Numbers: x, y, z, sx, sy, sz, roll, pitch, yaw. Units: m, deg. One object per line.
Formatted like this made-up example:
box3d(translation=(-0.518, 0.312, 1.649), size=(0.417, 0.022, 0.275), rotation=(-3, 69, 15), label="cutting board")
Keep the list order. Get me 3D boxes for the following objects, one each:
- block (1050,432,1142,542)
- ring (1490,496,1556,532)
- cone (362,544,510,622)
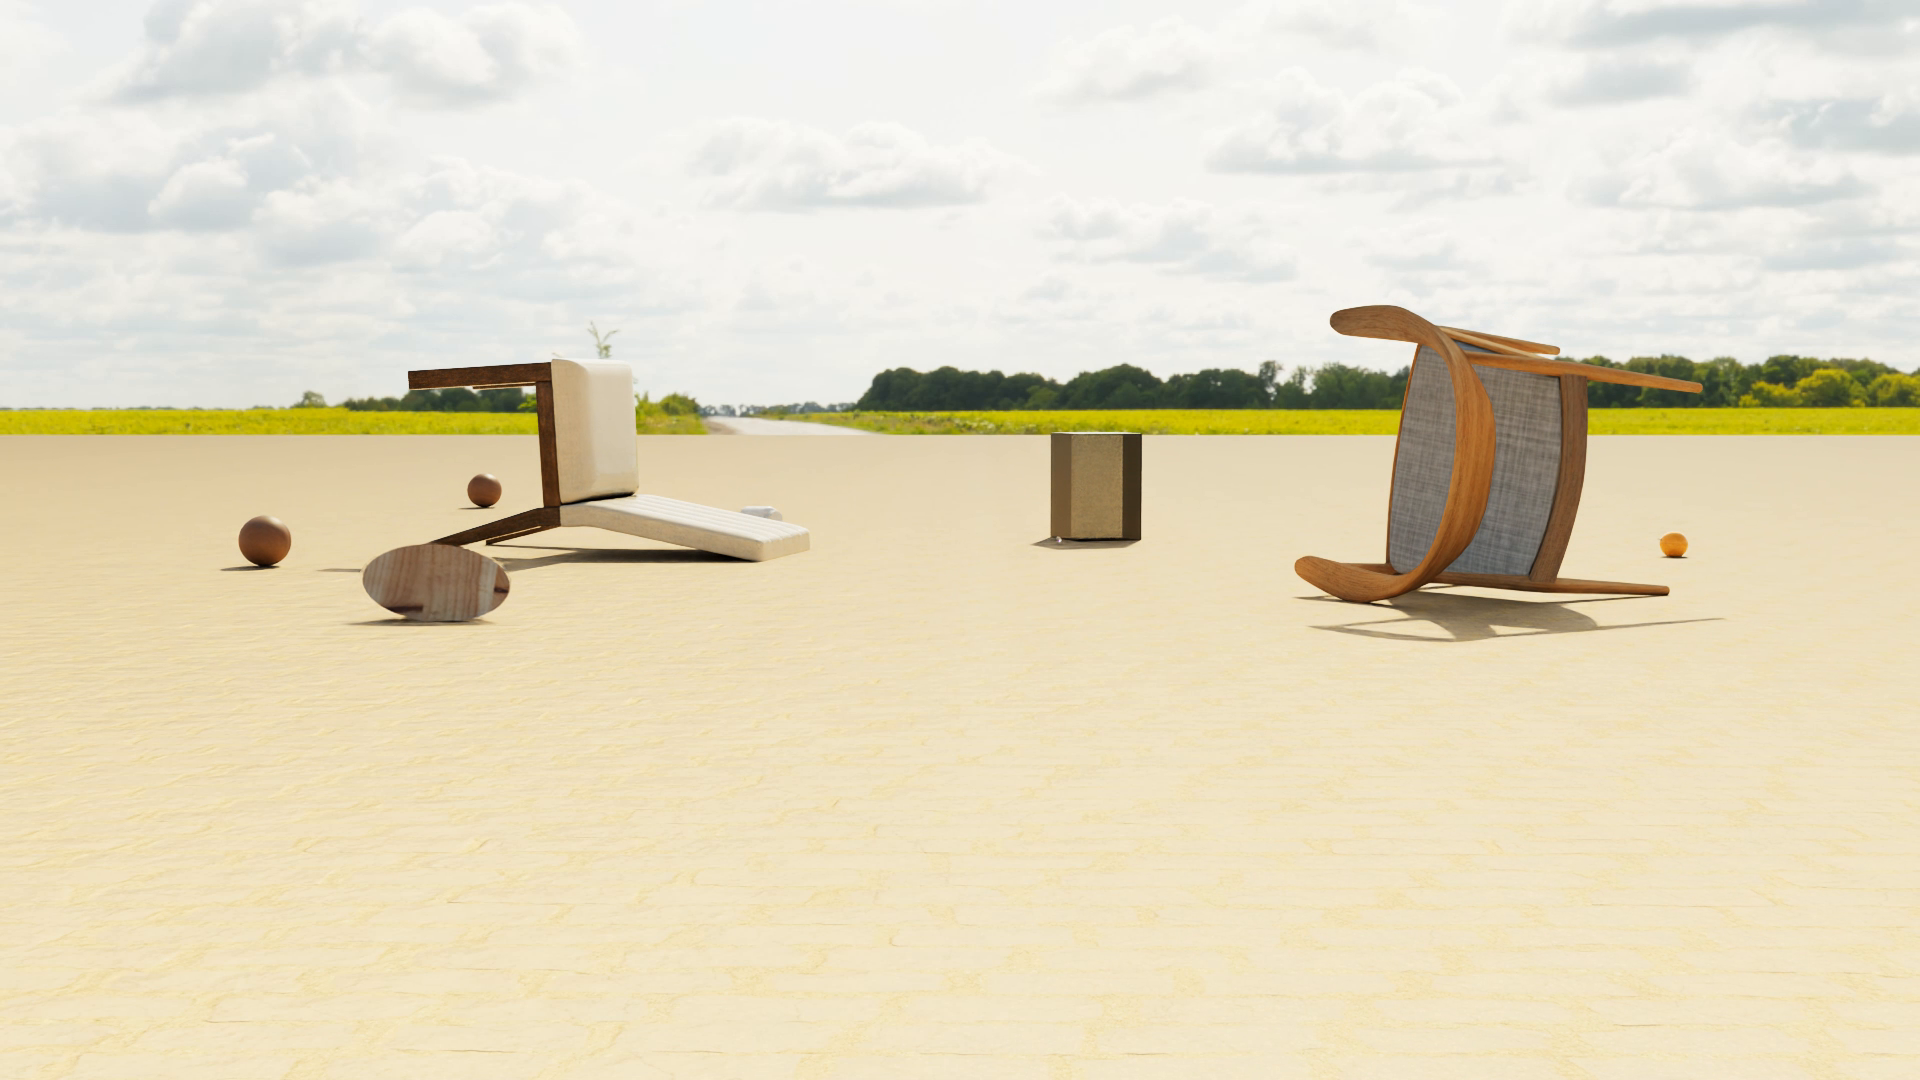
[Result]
box3d(translation=(0.407, -0.162, 6.593), size=(0.204, 0.317, 0.214), rotation=(-1, 4, -21), label="block")
box3d(translation=(1.777, -0.080, 6.941), size=(0.208, 0.107, 0.213), rotation=(1, 5, 36), label="ring")
box3d(translation=(-1.018, 0.114, 4.348), size=(0.290, 0.161, 0.163), rotation=(6, -23, 3), label="cone")
